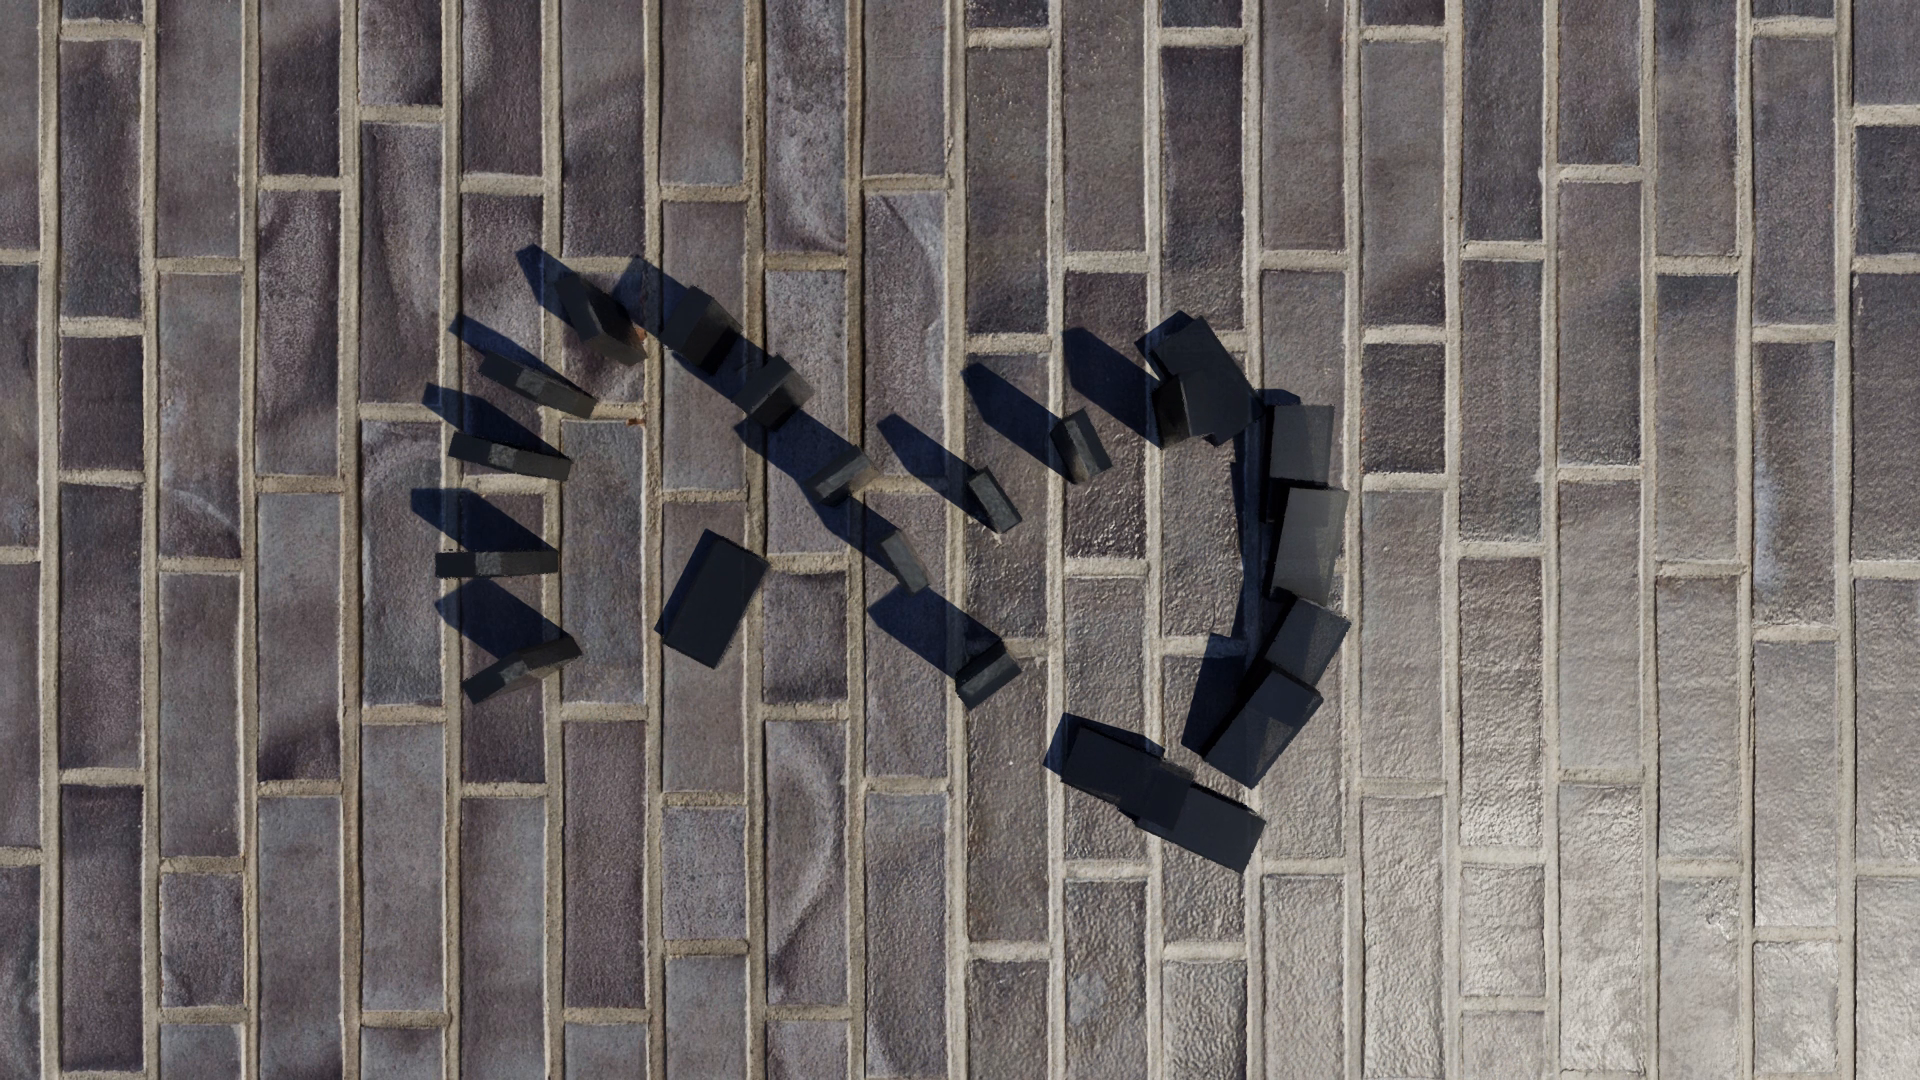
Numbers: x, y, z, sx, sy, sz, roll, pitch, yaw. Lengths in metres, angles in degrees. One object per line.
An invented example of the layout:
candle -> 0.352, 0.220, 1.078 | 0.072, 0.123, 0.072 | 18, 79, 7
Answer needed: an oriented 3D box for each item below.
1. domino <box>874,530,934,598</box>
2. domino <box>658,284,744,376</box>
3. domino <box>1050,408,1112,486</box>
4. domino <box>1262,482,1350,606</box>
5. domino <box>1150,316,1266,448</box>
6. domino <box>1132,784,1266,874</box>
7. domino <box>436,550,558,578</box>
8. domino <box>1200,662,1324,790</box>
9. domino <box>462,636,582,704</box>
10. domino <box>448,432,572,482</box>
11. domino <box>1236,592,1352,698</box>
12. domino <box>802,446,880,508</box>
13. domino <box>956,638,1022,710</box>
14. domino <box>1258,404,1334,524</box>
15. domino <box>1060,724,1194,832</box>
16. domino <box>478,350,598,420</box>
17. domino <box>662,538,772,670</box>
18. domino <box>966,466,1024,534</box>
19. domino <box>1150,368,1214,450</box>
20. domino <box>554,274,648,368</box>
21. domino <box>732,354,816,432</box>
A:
domino -> -0.022, 0.009, 0.375 | 0.010, 0.050, 0.025 | -33, 90, 0
domino -> -0.105, -0.085, 0.375 | 0.010, 0.050, 0.025 | 32, 90, 0
domino -> 0.049, -0.037, 0.375 | 0.009, 0.050, 0.025 | -27, 90, 0
domino -> 0.146, 0.002, 0.388 | 0.025, 0.009, 0.050 | 5, 106, -1
domino -> 0.107, -0.068, 0.395 | 0.025, 0.009, 0.050 | -35, 90, 0
domino -> 0.103, 0.121, 0.395 | 0.050, 0.009, 0.025 | 24, 90, 0
domino -> -0.188, 0.010, 0.375 | 0.025, 0.050, 0.009 | 0, 90, 0
domino -> 0.127, 0.079, 0.388 | 0.025, 0.010, 0.050 | 31, 107, -2
domino -> -0.178, 0.052, 0.375 | 0.025, 0.050, 0.009 | -32, 90, 0
domino -> -0.183, -0.033, 0.375 | 0.025, 0.050, 0.009 | 16, 90, 0
domino -> 0.142, 0.050, 0.390 | 0.025, 0.010, 0.050 | 25, 103, 0
domino -> -0.047, -0.025, 0.375 | 0.025, 0.050, 0.010 | -36, 90, 0
domino -> 0.011, 0.054, 0.375 | 0.025, 0.050, 0.009 | -37, 90, 0
domino -> 0.143, -0.032, 0.390 | 0.025, 0.009, 0.050 | 0, 102, 0
domino -> 0.071, 0.100, 0.389 | 0.050, 0.010, 0.025 | 21, 89, 15
domino -> -0.171, -0.063, 0.375 | 0.025, 0.050, 0.009 | 28, 90, 0
domino -> -0.105, 0.027, 0.395 | 0.025, 0.010, 0.050 | 27, 90, 0
domino -> 0.013, -0.015, 0.375 | 0.009, 0.050, 0.025 | -34, 90, 0
domino -> 0.090, -0.052, 0.375 | 0.009, 0.050, 0.025 | -11, 90, 0
domino -> -0.146, -0.089, 0.375 | 0.010, 0.050, 0.025 | -25, 90, 0
domino -> -0.075, -0.059, 0.375 | 0.025, 0.050, 0.009 | -45, 90, 0
